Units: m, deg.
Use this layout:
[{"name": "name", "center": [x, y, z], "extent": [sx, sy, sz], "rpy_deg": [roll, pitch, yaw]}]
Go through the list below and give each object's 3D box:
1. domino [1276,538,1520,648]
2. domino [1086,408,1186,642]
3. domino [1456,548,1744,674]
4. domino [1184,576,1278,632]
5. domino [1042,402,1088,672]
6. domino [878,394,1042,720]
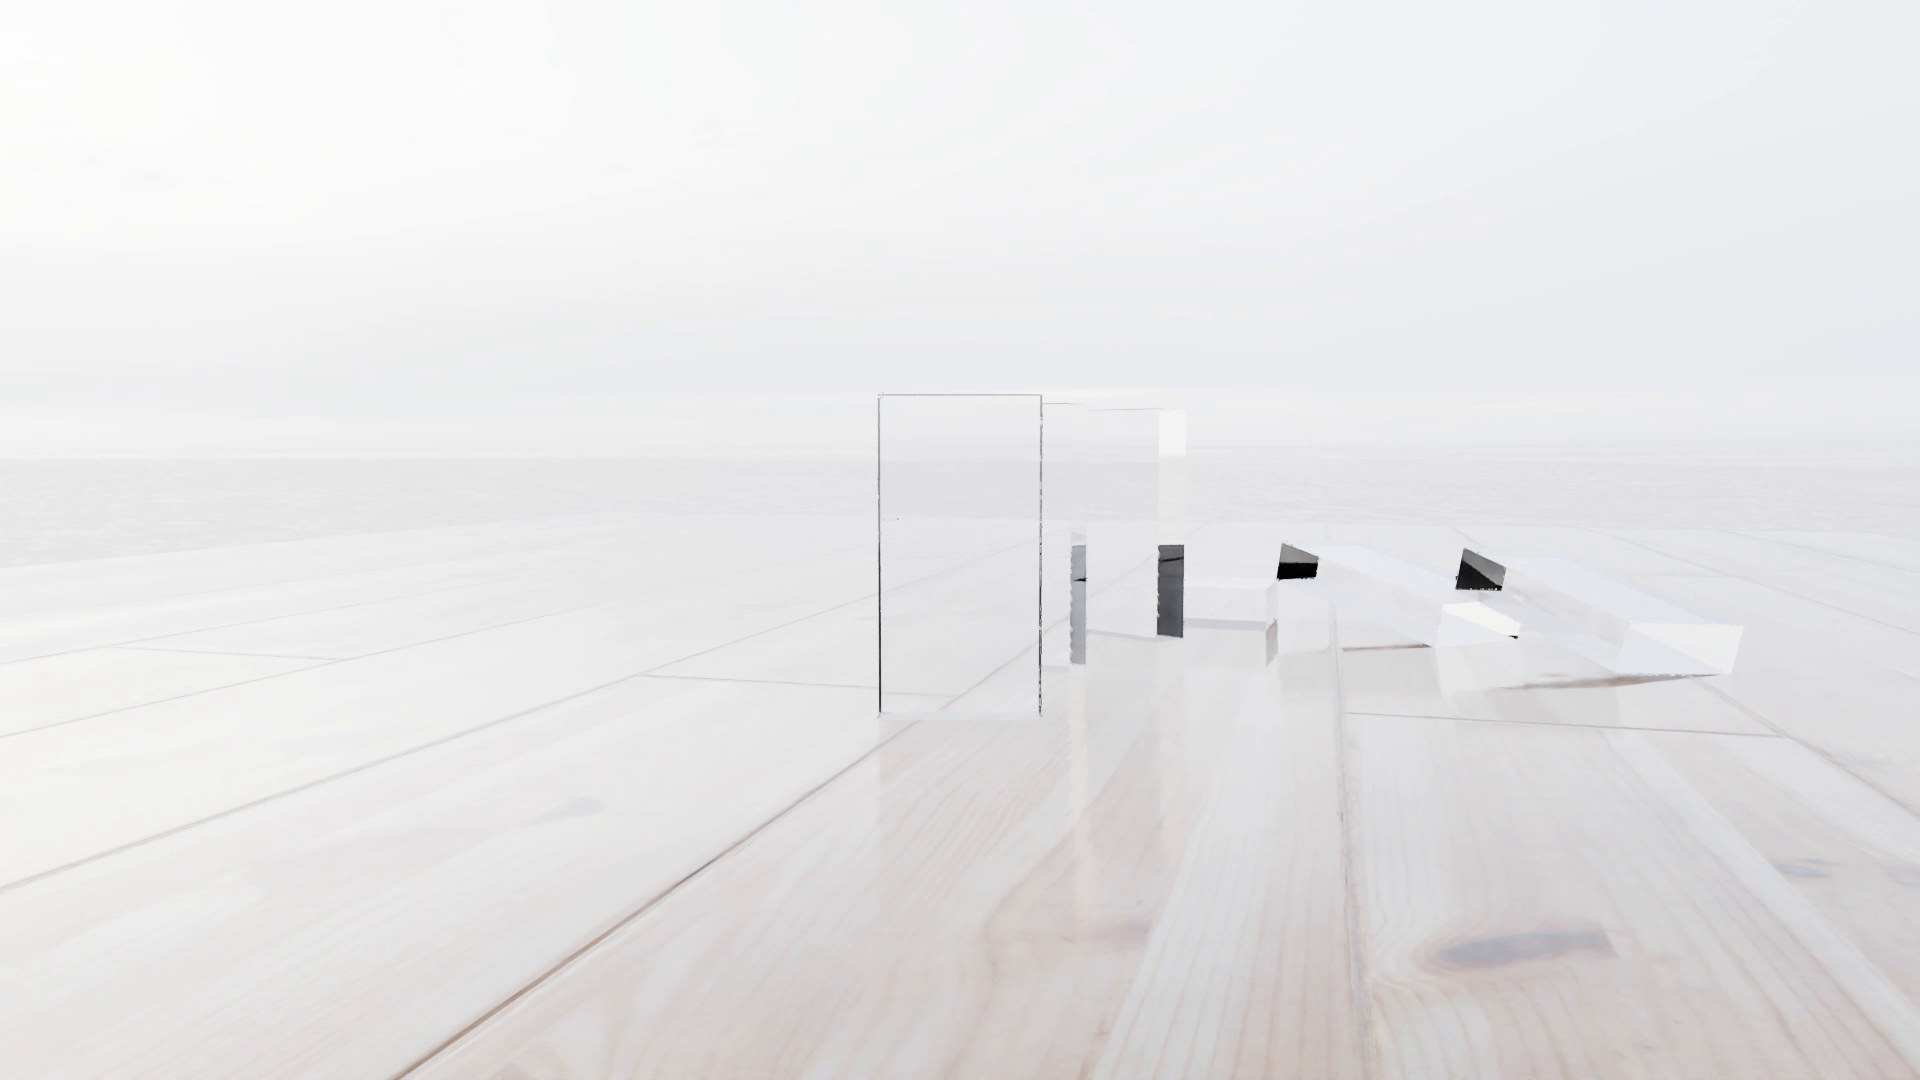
[{"name": "domino", "center": [0.099, 0.011, 0.294], "extent": [0.025, 0.009, 0.050], "rpy_deg": [-2, 16, -28]}, {"name": "domino", "center": [0.037, -0.004, 0.285], "extent": [0.009, 0.050, 0.025], "rpy_deg": [-4, 6, -44]}, {"name": "domino", "center": [0.125, 0.013, 0.256], "extent": [0.025, 0.009, 0.050], "rpy_deg": [2, 15, -13]}, {"name": "domino", "center": [0.050, 0.014, 0.312], "extent": [0.050, 0.009, 0.025], "rpy_deg": [2, 5, 20]}, {"name": "domino", "center": [0.011, -0.001, 0.246], "extent": [0.025, 0.050, 0.010], "rpy_deg": [2, 5, 24]}, {"name": "domino", "center": [0.000, 0.002, 0.201], "extent": [0.025, 0.050, 0.009], "rpy_deg": [0, 4, 0]}]
